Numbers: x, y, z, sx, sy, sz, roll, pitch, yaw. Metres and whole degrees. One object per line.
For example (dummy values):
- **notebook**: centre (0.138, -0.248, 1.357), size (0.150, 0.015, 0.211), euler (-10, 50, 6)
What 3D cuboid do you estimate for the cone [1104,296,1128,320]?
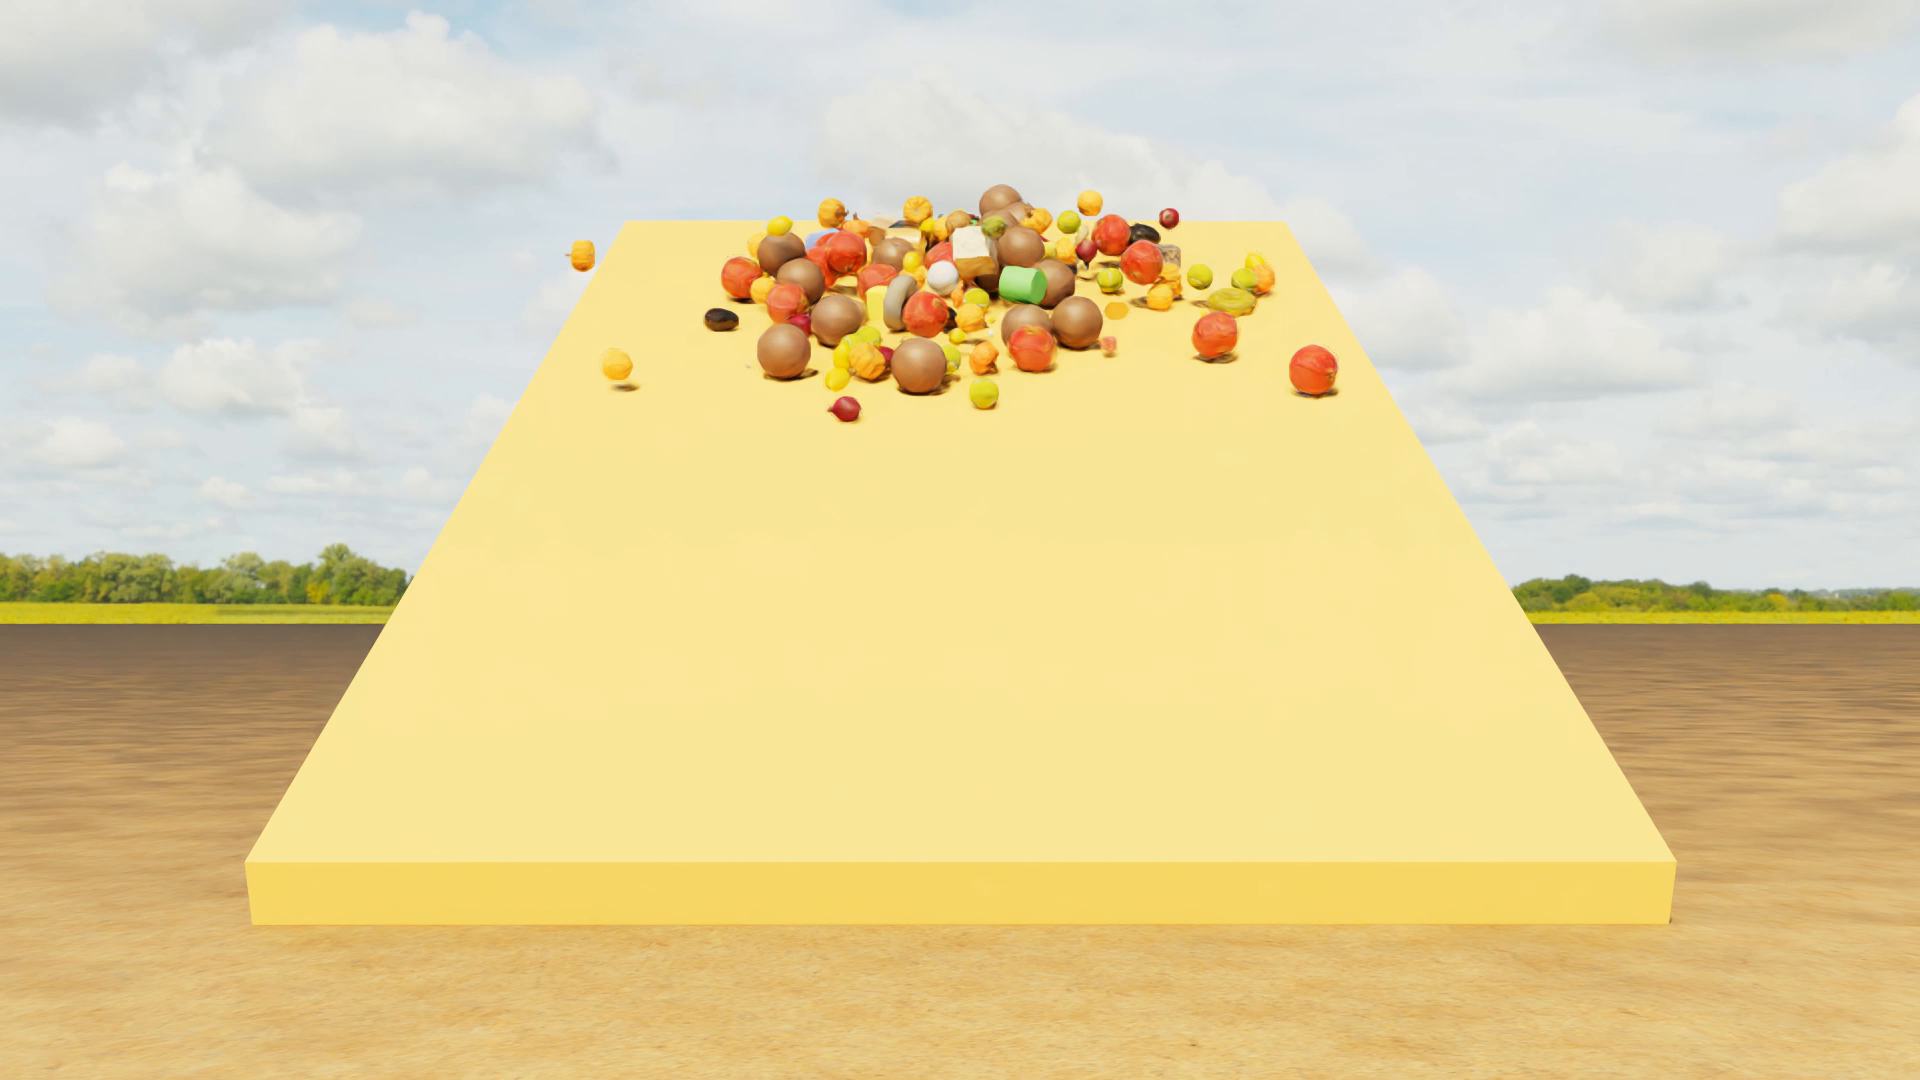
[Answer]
- **cone**: centre (0.399, -0.610, 5.858), size (0.063, 0.063, 0.063), euler (-2, -44, -2)

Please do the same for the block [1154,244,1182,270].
- **block**: centre (0.580, -0.792, 6.374), size (0.058, 0.058, 0.058), euler (-6, 22, -15)

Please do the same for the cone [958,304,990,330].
- **cone**: centre (0.045, -0.550, 5.770), size (0.070, 0.070, 0.070), euler (20, -10, -24)

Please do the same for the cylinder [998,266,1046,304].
- **cylinder**: centre (0.153, -0.621, 5.554), size (0.086, 0.086, 0.086), euler (11, 3, 27)

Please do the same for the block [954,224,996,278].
- **block**: centre (0.039, -0.749, 5.905), size (0.093, 0.093, 0.093), euler (-5, -24, 11)

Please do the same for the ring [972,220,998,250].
- **ring**: centre (0.059, -0.831, 6.383), size (0.049, 0.147, 0.147), euler (-36, -14, 17)

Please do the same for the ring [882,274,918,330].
- **ring**: centre (-0.149, -0.597, 5.735), size (0.049, 0.146, 0.146), euler (16, 4, 20)

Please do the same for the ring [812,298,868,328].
- **ring**: centre (-0.306, -0.581, 5.829), size (0.144, 0.048, 0.144), euler (0, 22, 0)

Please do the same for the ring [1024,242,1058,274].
- **ring**: centre (0.218, -0.754, 6.132), size (0.037, 0.110, 0.110), euler (40, 17, 24)

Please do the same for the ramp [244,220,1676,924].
- **ramp**: centre (-0.006, -0.213, 5.069), size (2.000, 0.100, 4.000), euler (0, 21, 0)

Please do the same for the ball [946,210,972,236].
- **ball**: centre (-0.003, -0.873, 6.299), size (0.075, 0.075, 0.075), euler (0, -2, 0)

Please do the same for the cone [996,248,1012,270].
- **cone**: centre (0.113, -0.775, 6.355), size (0.062, 0.062, 0.062), euler (0, -6, -2)

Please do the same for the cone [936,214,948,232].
- **cone**: centre (-0.033, -0.931, 6.671), size (0.050, 0.050, 0.050), euler (2, -3, -44)

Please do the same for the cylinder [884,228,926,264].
- **cylinder**: centre (-0.153, -0.826, 6.405), size (0.098, 0.098, 0.098), euler (5, -1, 10)

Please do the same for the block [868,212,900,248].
- **block**: centre (-0.220, -0.892, 6.577), size (0.067, 0.067, 0.067), euler (15, 45, 9)

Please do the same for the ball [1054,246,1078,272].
- **ball**: centre (0.294, -0.777, 6.314), size (0.072, 0.072, 0.072), euler (0, -2, 0)

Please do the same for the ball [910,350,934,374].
- **ball**: centre (-0.091, -0.421, 5.398), size (0.055, 0.055, 0.055), euler (0, -2, 0)

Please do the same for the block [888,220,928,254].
- **block**: centre (-0.147, -0.857, 6.501), size (0.087, 0.087, 0.087), euler (8, 22, 20)

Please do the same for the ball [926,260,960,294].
- **ball**: centre (-0.042, -0.650, 5.639), size (0.082, 0.082, 0.082), euler (0, -2, 0)

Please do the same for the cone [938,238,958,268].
- **cone**: centre (-0.027, -0.812, 6.360), size (0.082, 0.082, 0.082), euler (-7, 38, 6)

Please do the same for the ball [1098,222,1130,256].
- **ball**: centre (0.444, -0.862, 6.506), size (0.096, 0.096, 0.096), euler (0, -2, 0)

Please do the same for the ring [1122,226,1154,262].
- **ring**: centre (0.507, -0.833, 6.424), size (0.042, 0.125, 0.125), euler (-42, -16, 15)

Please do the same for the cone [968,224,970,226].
- **cone**: centre (0.020, -0.816, 6.145), size (0.056, 0.056, 0.056), euler (-42, -10, 9)

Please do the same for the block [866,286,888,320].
- **block**: centre (-0.197, -0.611, 5.876), size (0.071, 0.071, 0.071), euler (6, 22, 14)

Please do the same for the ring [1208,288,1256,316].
- **ring**: centre (0.708, -0.619, 5.932), size (0.128, 0.043, 0.128), euler (1, 28, -1)

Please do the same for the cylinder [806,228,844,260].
- **cylinder**: centre (-0.383, -0.838, 6.460), size (0.080, 0.080, 0.080), euler (-19, 11, -41)

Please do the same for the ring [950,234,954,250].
- **ring**: centre (0.029, -0.786, 6.230), size (0.143, 0.048, 0.143), euler (43, -9, 9)
